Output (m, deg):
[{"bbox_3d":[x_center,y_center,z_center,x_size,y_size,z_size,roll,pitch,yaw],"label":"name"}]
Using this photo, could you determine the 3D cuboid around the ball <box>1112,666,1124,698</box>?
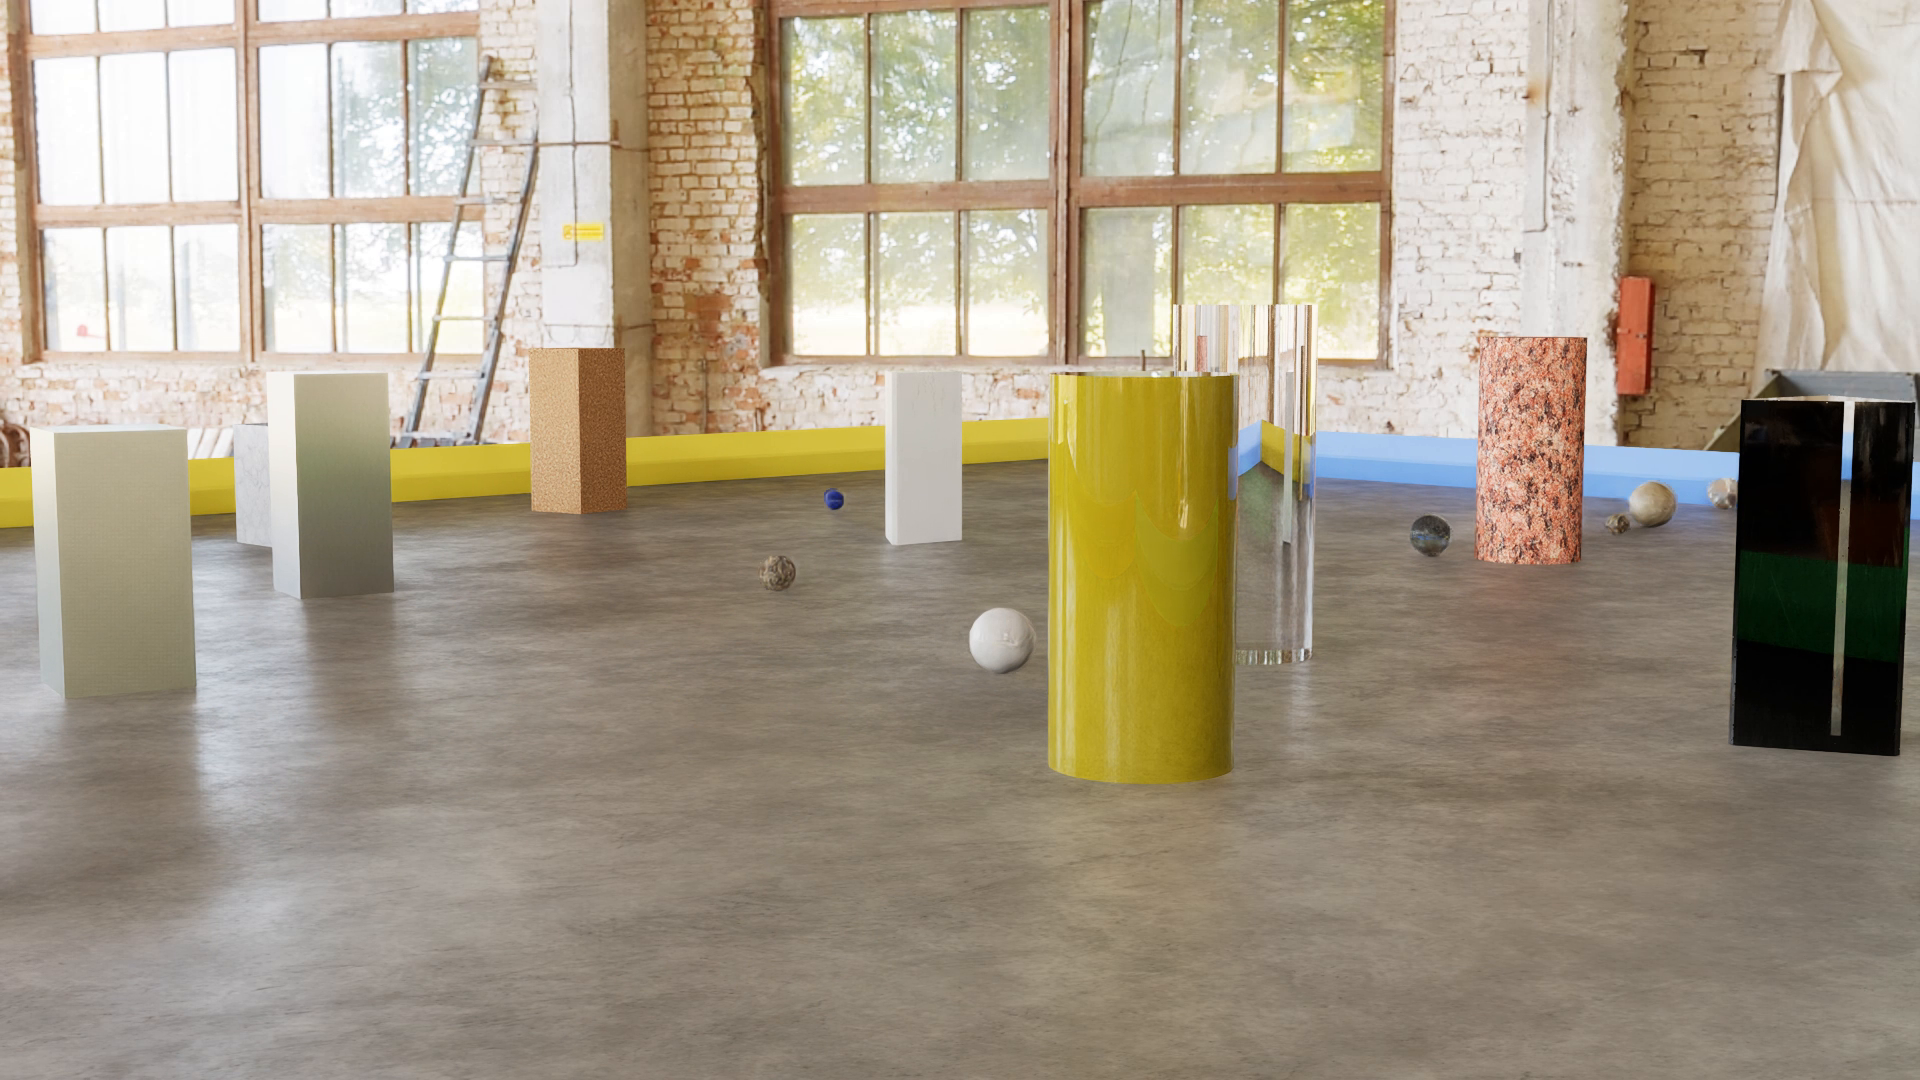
[{"bbox_3d":[0.196,0.157,2.493,0.048,0.048,0.048,0,6,0],"label":"ball"}]

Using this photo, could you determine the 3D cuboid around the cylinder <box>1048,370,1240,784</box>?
[{"bbox_3d":[0.176,0.030,2.123,0.182,0.379,0.182,0,6,0],"label":"cylinder"}]

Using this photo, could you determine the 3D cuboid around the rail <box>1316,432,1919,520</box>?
[{"bbox_3d":[1.683,-0.134,4.877,0.045,0.118,4.197,-6,8,-42],"label":"rail"}]

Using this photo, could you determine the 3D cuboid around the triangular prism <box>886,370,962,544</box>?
[{"bbox_3d":[-0.100,-0.161,4.183,0.157,0.320,0.136,-5,8,-37],"label":"triangular prism"}]

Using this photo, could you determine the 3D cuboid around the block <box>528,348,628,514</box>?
[{"bbox_3d":[-0.831,-0.241,4.784,0.145,0.352,0.145,4,7,33],"label":"block"}]

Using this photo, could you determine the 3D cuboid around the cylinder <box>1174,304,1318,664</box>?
[{"bbox_3d":[0.361,-0.076,2.798,0.182,0.445,0.182,0,6,0],"label":"cylinder"}]

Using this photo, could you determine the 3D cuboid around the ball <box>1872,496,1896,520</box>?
[{"bbox_3d":[1.924,-0.066,4.578,0.048,0.048,0.048,0,6,0],"label":"ball"}]

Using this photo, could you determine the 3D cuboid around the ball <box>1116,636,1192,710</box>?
[{"bbox_3d":[0.213,0.146,2.421,0.083,0.083,0.083,0,6,0],"label":"ball"}]

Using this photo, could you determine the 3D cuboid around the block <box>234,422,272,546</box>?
[{"bbox_3d":[-1.261,-0.107,4.141,0.145,0.223,0.145,6,8,42],"label":"block"}]

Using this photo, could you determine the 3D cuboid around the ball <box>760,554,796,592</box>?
[{"bbox_3d":[-0.284,0.051,3.434,0.057,0.057,0.057,0,6,0],"label":"ball"}]

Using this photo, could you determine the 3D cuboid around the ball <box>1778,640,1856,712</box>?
[{"bbox_3d":[0.941,0.150,2.413,0.079,0.079,0.079,0,6,0],"label":"ball"}]

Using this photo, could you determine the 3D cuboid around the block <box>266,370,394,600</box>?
[{"bbox_3d":[-0.981,-0.090,3.425,0.145,0.341,0.145,-4,7,-33],"label":"block"}]

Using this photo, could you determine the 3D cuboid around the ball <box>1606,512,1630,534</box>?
[{"bbox_3d":[1.280,-0.032,4.279,0.043,0.043,0.043,0,6,0],"label":"ball"}]

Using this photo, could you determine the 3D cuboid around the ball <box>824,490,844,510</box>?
[{"bbox_3d":[-0.274,-0.087,4.801,0.043,0.043,0.043,0,6,0],"label":"ball"}]

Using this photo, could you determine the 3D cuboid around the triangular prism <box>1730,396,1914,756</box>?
[{"bbox_3d":[0.881,0.030,2.253,0.157,0.350,0.136,2,7,21],"label":"triangular prism"}]

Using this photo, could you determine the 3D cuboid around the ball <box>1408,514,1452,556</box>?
[{"bbox_3d":[0.838,-0.009,3.922,0.074,0.074,0.074,0,6,0],"label":"ball"}]

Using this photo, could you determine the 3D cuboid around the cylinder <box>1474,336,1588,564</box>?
[{"bbox_3d":[1.002,-0.161,3.861,0.182,0.389,0.182,0,6,0],"label":"cylinder"}]

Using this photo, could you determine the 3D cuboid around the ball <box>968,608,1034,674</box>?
[{"bbox_3d":[0.051,0.122,2.668,0.080,0.080,0.080,0,6,0],"label":"ball"}]

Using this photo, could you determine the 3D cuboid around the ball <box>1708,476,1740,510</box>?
[{"bbox_3d":[1.674,-0.103,4.813,0.071,0.071,0.071,0,6,0],"label":"ball"}]

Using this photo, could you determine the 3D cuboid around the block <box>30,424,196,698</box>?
[{"bbox_3d":[-0.994,0.019,2.581,0.145,0.302,0.145,-4,7,-32],"label":"block"}]

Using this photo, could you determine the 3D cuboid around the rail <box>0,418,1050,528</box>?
[{"bbox_3d":[-1.407,-0.131,4.849,4.627,0.118,0.045,-6,8,-42],"label":"rail"}]

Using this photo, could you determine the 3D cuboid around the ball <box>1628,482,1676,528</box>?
[{"bbox_3d":[1.393,-0.071,4.422,0.091,0.091,0.091,0,6,0],"label":"ball"}]
